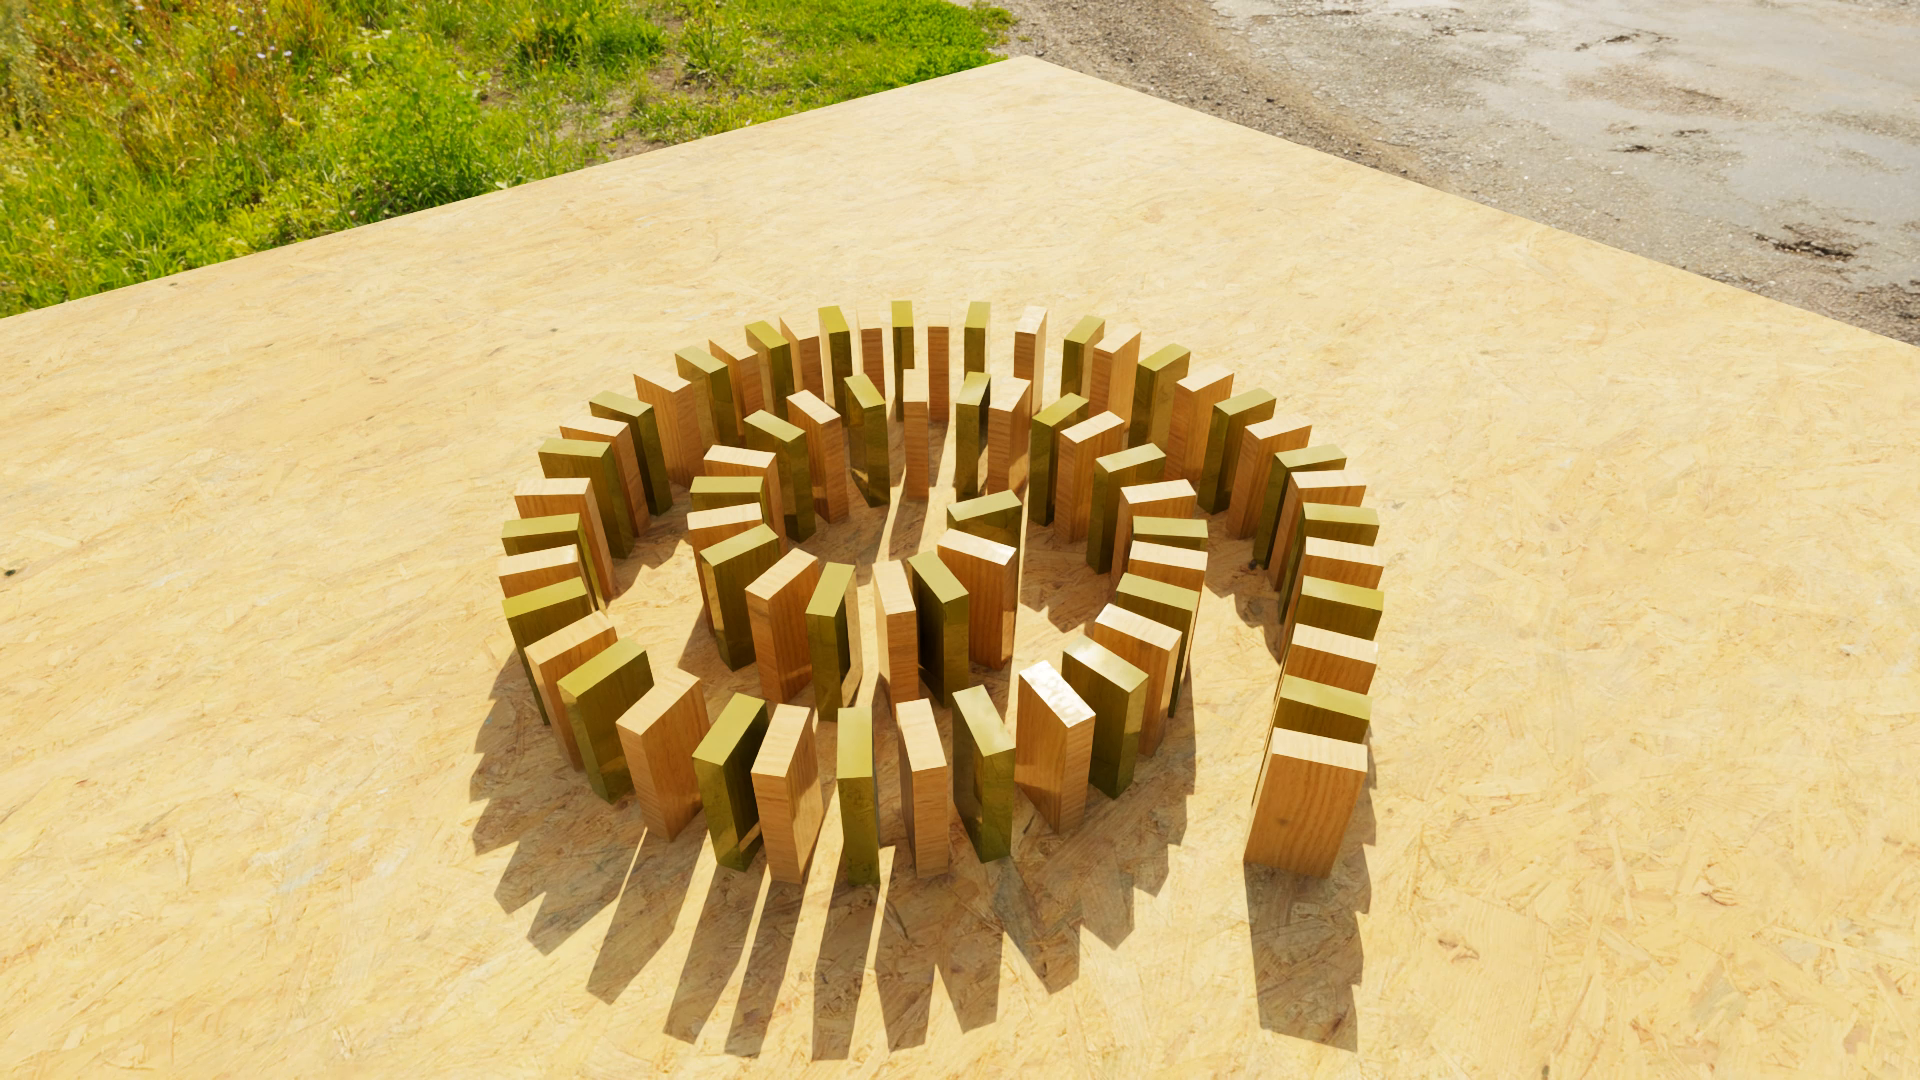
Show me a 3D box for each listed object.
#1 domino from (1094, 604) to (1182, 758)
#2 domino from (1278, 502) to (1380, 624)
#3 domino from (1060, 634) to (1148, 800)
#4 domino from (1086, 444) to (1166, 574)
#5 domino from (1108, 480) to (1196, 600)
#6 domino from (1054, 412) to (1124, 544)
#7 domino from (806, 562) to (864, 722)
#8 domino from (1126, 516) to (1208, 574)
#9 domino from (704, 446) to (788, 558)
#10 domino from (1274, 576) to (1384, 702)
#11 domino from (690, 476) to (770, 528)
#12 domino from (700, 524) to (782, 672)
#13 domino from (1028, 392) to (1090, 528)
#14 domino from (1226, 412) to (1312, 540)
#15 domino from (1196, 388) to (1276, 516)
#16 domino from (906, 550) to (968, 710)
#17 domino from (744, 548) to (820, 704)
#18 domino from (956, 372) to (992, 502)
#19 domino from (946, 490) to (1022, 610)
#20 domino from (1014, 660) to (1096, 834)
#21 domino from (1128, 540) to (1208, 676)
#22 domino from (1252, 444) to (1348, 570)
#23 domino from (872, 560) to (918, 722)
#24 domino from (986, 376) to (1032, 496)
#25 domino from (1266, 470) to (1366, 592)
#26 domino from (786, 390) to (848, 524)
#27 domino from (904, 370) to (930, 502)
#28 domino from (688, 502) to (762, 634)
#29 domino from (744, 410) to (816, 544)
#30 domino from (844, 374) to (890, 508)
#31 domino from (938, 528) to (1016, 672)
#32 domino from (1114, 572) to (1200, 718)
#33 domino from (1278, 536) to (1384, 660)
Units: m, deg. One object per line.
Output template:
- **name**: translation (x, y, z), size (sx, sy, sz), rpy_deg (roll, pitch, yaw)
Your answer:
- **domino**: translation (0.055, 0.046, 0.355), size (0.025, 0.050, 0.009), rpy_deg (21, 44, 24)
- **domino**: translation (0.133, 0.010, 0.399), size (0.025, 0.050, 0.010), rpy_deg (5, 40, 6)
- **domino**: translation (0.043, 0.056, 0.343), size (0.025, 0.050, 0.009), rpy_deg (31, 49, 32)
- **domino**: translation (0.064, -0.011, 0.425), size (0.025, 0.050, 0.009), rpy_deg (-16, 42, -19)
- **domino**: translation (0.071, 0.002, 0.409), size (0.025, 0.050, 0.009), rpy_deg (-8, 40, -9)
- **domino**: translation (0.051, -0.025, 0.441), size (0.025, 0.050, 0.009), rpy_deg (-25, 46, -28)
- **domino**: translation (-0.041, 0.035, 0.369), size (0.009, 0.050, 0.025), rpy_deg (7, 40, 8)
- **domino**: translation (0.072, 0.015, 0.393), size (0.025, 0.050, 0.010), rpy_deg (3, 39, 4)
- **domino**: translation (-0.082, -0.012, 0.426), size (0.025, 0.050, 0.009), rpy_deg (8, 40, 10)
- **domino**: translation (0.122, 0.036, 0.367), size (0.025, 0.050, 0.009), rpy_deg (12, 41, 14)
- **domino**: translation (-0.084, -0.001, 0.412), size (0.025, 0.050, 0.009), rpy_deg (0, 39, 0)
- **domino**: translation (-0.074, 0.021, 0.386), size (0.025, 0.050, 0.009), rpy_deg (-26, 46, -28)
- **domino**: translation (0.040, -0.033, 0.451), size (0.009, 0.050, 0.025), rpy_deg (29, 47, 30)
- **domino**: translation (0.124, -0.025, 0.442), size (0.025, 0.050, 0.009), rpy_deg (-16, 42, -19)
- **domino**: translation (0.114, -0.036, 0.456), size (0.025, 0.050, 0.009), rpy_deg (-21, 44, -24)
- **domino**: translation (-0.007, 0.031, 0.374), size (0.009, 0.050, 0.025), rpy_deg (-20, 43, -22)
- **domino**: translation (-0.058, 0.030, 0.375), size (0.009, 0.050, 0.025), rpy_deg (23, 45, 25)
- **domino**: translation (0.006, -0.042, 0.463), size (0.010, 0.050, 0.025), rpy_deg (8, 40, 10)
- **domino**: translation (0.009, 0.007, 0.403), size (0.025, 0.050, 0.009), rpy_deg (-15, 42, -17)
- **domino**: translation (0.028, 0.064, 0.334), size (0.009, 0.050, 0.025), rpy_deg (-21, 44, -24)
- **domino**: translation (0.069, 0.024, 0.382), size (0.025, 0.050, 0.010), rpy_deg (9, 40, 11)
- **domino**: translation (0.131, -0.012, 0.427), size (0.025, 0.050, 0.010), rpy_deg (-10, 40, -12)
- **domino**: translation (-0.021, 0.034, 0.370), size (0.009, 0.050, 0.025), rpy_deg (-9, 40, -11)
- **domino**: translation (0.020, -0.040, 0.460), size (0.009, 0.050, 0.025), rpy_deg (14, 41, 16)
- **domino**: translation (0.134, -0.003, 0.415), size (0.025, 0.050, 0.010), rpy_deg (-3, 39, -3)
- **domino**: translation (-0.058, -0.034, 0.453), size (0.010, 0.050, 0.025), rpy_deg (-27, 46, -29)
- **domino**: translation (-0.018, -0.044, 0.465), size (0.009, 0.050, 0.025), rpy_deg (-1, 39, -1)
- **domino**: translation (-0.082, 0.011, 0.398), size (0.025, 0.050, 0.009), rpy_deg (-9, 40, -11)
- **domino**: translation (-0.072, -0.025, 0.442), size (0.025, 0.050, 0.010), rpy_deg (27, 46, 29)
- **domino**: translation (-0.039, -0.041, 0.462), size (0.009, 0.050, 0.025), rpy_deg (-15, 42, -17)
- **domino**: translation (0.006, 0.021, 0.385), size (0.025, 0.050, 0.010), rpy_deg (17, 42, 20)
- **domino**: translation (0.063, 0.036, 0.368), size (0.025, 0.050, 0.010), rpy_deg (15, 42, 18)
- **domino**: translation (0.129, 0.023, 0.383), size (0.025, 0.050, 0.009), rpy_deg (9, 40, 11)
